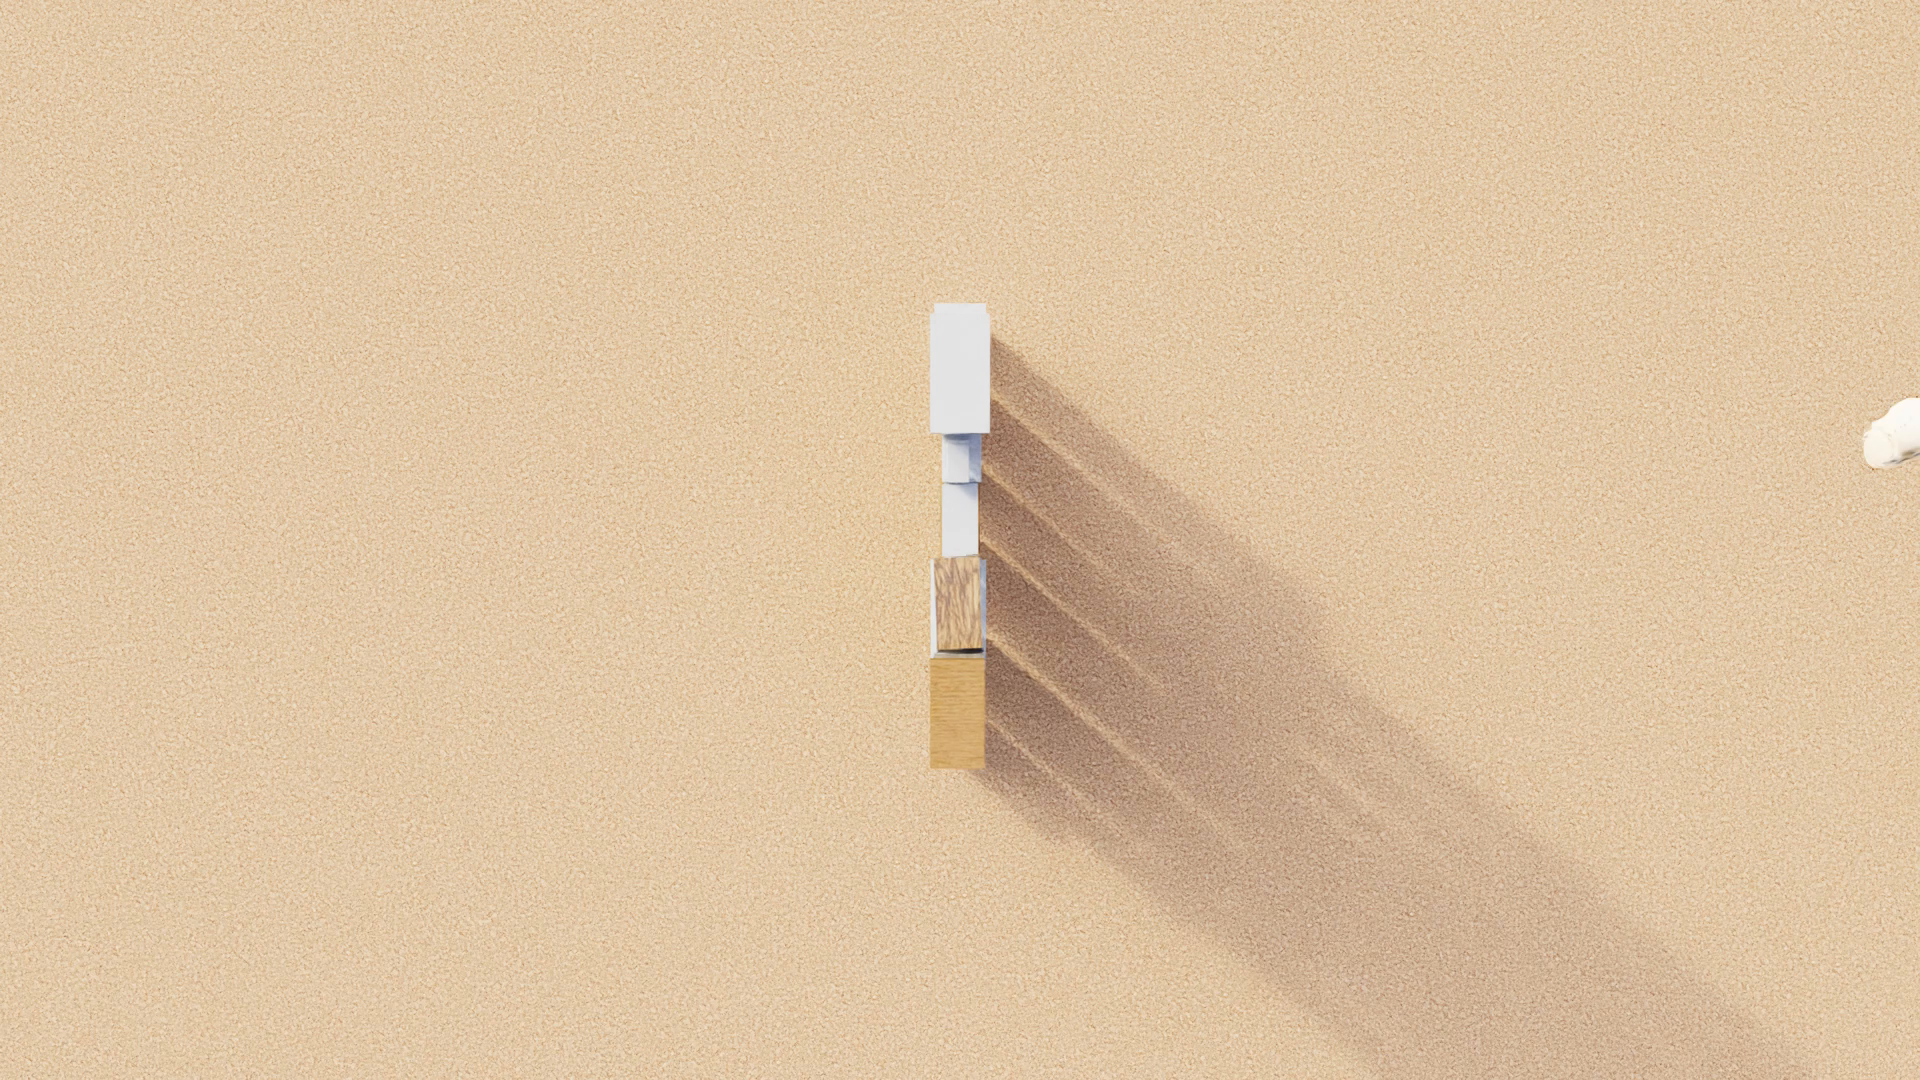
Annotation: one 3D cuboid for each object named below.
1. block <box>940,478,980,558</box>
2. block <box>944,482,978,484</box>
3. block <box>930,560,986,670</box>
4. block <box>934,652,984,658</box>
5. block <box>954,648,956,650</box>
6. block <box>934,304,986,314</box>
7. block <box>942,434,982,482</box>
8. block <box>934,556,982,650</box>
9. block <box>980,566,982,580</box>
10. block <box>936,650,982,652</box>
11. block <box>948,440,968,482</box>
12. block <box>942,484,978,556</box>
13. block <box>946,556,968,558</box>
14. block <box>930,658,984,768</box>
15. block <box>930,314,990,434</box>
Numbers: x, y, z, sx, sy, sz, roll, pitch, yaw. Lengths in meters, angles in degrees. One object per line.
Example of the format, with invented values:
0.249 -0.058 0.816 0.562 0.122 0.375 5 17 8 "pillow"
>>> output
0.000 -0.070 5.231 0.126 0.036 0.251 0 90 0 "block"
0.002 -0.113 4.996 0.102 0.029 0.203 0 90 0 "block"
-0.004 0.232 5.133 0.171 0.049 0.343 0 90 0 "block"
-0.002 0.448 4.507 0.138 0.039 0.276 0 90 0 "block"
0.003 0.244 4.780 0.069 0.020 0.138 -8 90 1 "block"
0.001 -0.576 5.157 0.160 0.045 0.320 0 90 0 "block"
0.005 -0.270 4.595 0.109 0.031 0.219 0 90 0 "block"
-0.006 0.171 4.489 0.124 0.035 0.247 -2 90 1 "block"
-0.003 0.092 4.631 0.124 0.247 0.035 0 90 1 "block"
-0.001 0.454 4.822 0.134 0.038 0.267 0 90 0 "block"
-0.004 -0.213 4.458 0.057 0.016 0.113 0 90 0 "block"
0.000 -0.053 4.544 0.099 0.028 0.197 0 90 0 "block"
-0.001 0.087 4.766 0.075 0.021 0.150 0 90 0 "block"
-0.007 0.440 4.191 0.139 0.039 0.277 0 90 0 "block"
0.000 -0.428 4.252 0.153 0.043 0.306 0 90 0 "block"
